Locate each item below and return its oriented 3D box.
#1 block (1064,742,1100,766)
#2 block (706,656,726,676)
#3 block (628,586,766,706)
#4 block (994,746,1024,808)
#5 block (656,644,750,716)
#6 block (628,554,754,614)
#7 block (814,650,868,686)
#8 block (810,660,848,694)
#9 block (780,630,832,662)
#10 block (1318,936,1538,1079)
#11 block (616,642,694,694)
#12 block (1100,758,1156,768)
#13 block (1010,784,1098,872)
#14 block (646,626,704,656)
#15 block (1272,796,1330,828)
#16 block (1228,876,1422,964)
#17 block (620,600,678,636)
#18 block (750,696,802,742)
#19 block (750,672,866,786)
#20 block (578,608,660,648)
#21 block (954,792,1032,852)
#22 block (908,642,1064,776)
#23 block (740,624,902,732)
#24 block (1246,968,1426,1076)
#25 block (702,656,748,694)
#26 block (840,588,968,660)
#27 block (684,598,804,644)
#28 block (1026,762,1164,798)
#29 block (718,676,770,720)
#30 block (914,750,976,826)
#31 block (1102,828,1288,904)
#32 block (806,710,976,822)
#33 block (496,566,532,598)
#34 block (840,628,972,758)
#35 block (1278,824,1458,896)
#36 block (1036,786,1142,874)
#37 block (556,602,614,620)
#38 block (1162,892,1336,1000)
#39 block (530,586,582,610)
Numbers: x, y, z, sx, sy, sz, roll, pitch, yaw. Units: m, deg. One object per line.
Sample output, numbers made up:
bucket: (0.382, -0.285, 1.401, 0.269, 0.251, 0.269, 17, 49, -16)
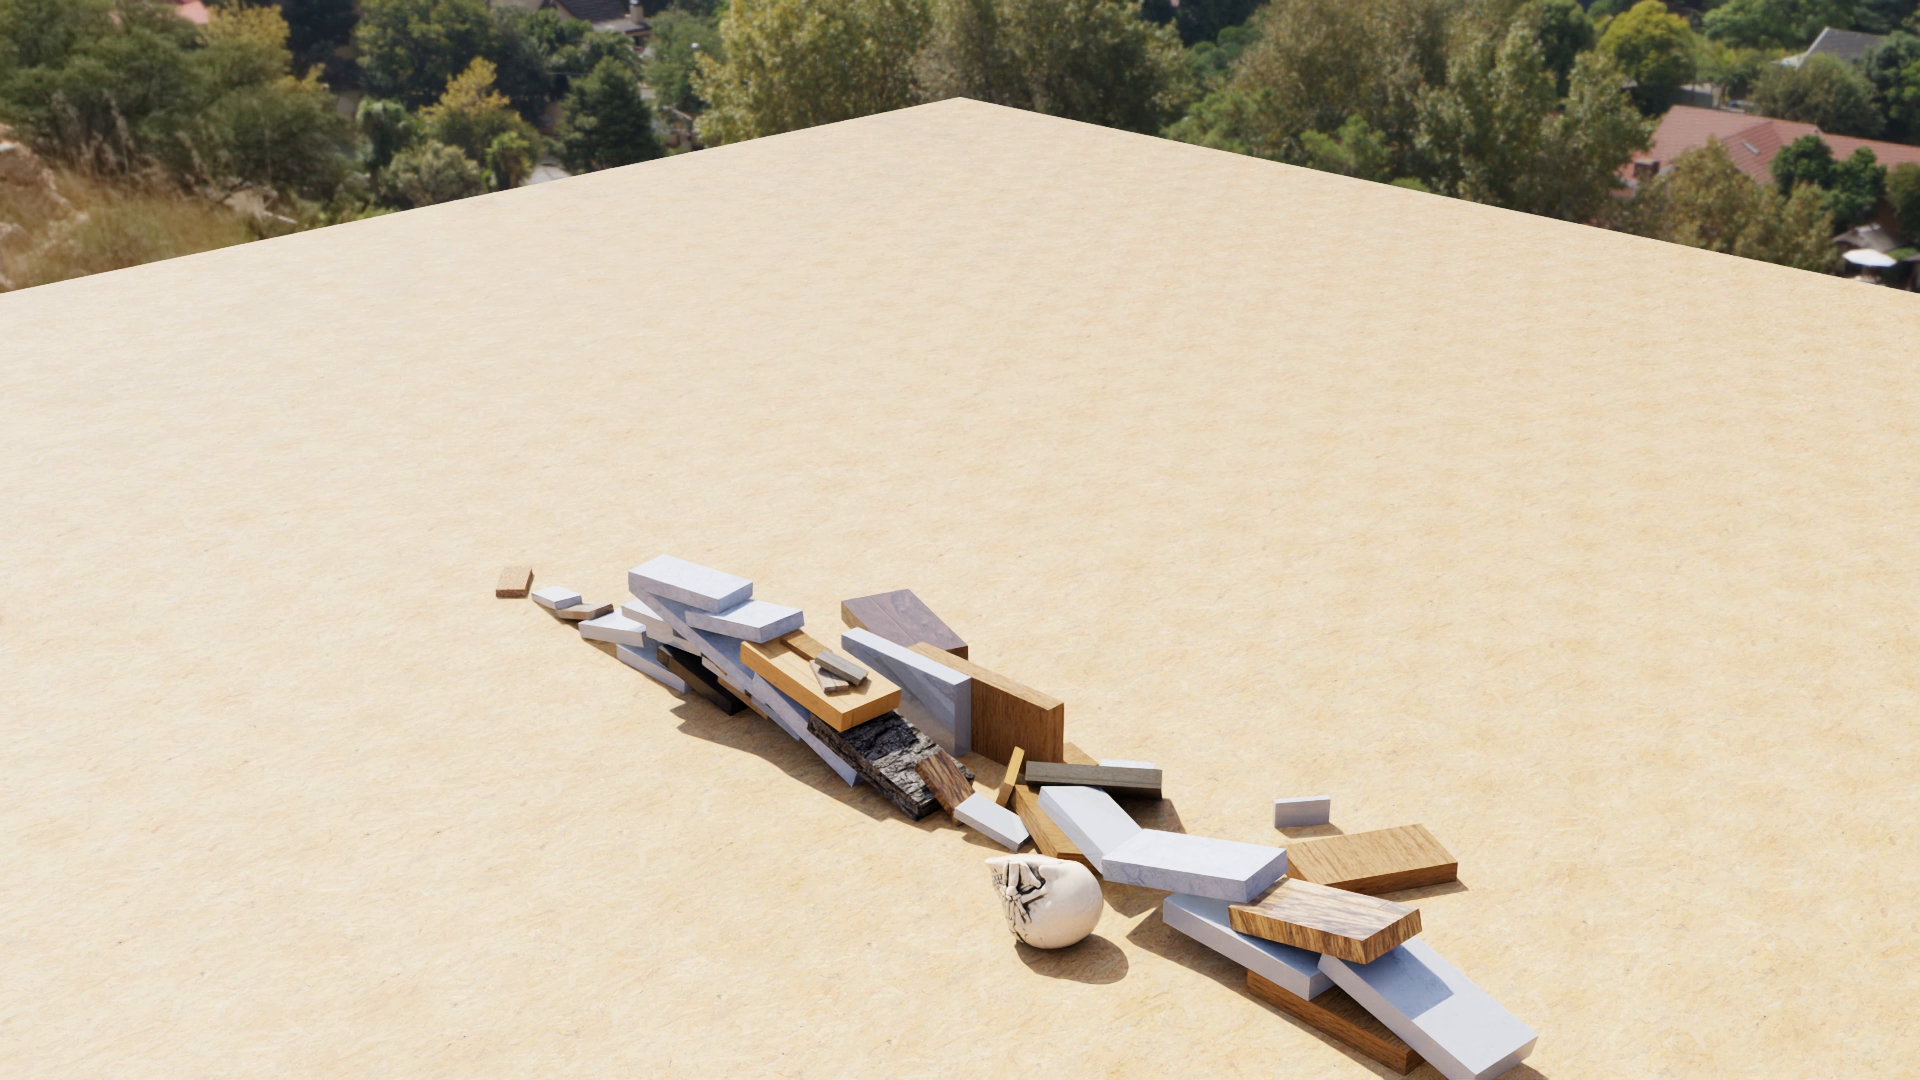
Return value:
block: (0.240, 0.463, 4.649, 0.057, 0.016, 0.113, -12, 26, -27)
block: (-0.537, 0.222, 4.888, 0.097, 0.027, 0.194, -18, 45, -39)
block: (-0.536, 0.202, 4.860, 0.467, 0.035, 0.125, 36, 39, 29)
block: (0.099, 0.493, 4.499, 0.022, 0.076, 0.152, 22, 25, 1)
block: (-0.551, 0.297, 4.944, 0.251, 0.036, 0.126, 33, 38, 31)
block: (-0.596, 0.096, 4.863, 0.250, 0.035, 0.125, 16, 25, 28)
block: (-0.247, 0.266, 4.589, 0.105, 0.015, 0.053, 27, 22, 11)
block: (-0.274, 0.282, 4.583, 0.053, 0.015, 0.105, -5, 31, -20)
block: (-0.327, 0.227, 4.672, 0.105, 0.015, 0.053, 29, 35, 34)
block: (0.788, 0.779, 3.716, 0.169, 0.048, 0.338, -18, 42, -37)
block: (-0.663, 0.277, 5.063, 0.126, 0.036, 0.251, -21, 31, -41)
block: (0.349, 0.483, 4.603, 0.113, 0.016, 0.057, 3, 23, 8)
block: (0.207, 0.568, 4.334, 0.136, 0.039, 0.273, 6, 20, -20)
block: (-0.612, 0.213, 4.982, 0.194, 0.027, 0.097, 16, 28, 42)
block: (0.684, 0.544, 4.406, 0.113, 0.057, 0.016, -3, 23, -8)
block: (0.631, 0.658, 3.817, 0.152, 0.043, 0.304, -19, 15, -38)
block: (-0.678, 0.170, 5.032, 0.097, 0.027, 0.193, -21, 27, -40)
block: (-0.374, 0.373, 4.796, 0.157, 0.022, 0.078, 36, 39, 29)
block: (-0.274, 0.372, 4.665, 0.328, 0.046, 0.164, 41, 42, 25)
block: (-0.771, 0.204, 5.163, 0.126, 0.036, 0.251, -22, 18, -41)
block: (0.071, 0.560, 4.370, 0.152, 0.022, 0.076, 27, 32, 24)
block: (0.049, 0.365, 4.676, 0.415, 0.176, 0.050, 21, 31, 40)
block: (-0.296, 0.284, 4.639, 0.164, 0.046, 0.328, -20, 39, -40)
block: (0.683, 0.800, 3.814, 0.169, 0.048, 0.338, -21, 30, -40)
block: (-0.492, 0.287, 4.863, 0.078, 0.022, 0.157, -19, 35, -38)
block: (-0.134, 0.218, 5.184, 0.176, 0.050, 0.352, -10, 25, -22)
block: (-0.469, 0.169, 4.775, 0.250, 0.035, 0.125, 10, 23, 44)
block: (0.274, 0.487, 4.466, 0.273, 0.039, 0.136, 3, -15, 7)
block: (-0.453, 0.333, 4.863, 0.157, 0.022, 0.078, 34, 38, 26)
block: (-0.019, 0.502, 4.444, 0.076, 0.022, 0.152, -22, 66, -42)
block: (0.429, 0.595, 4.028, 0.304, 0.043, 0.152, 3, 17, 38)
block: (-0.144, 0.439, 4.543, 0.328, 0.046, 0.164, 37, 40, 28)
block: (-1.113, 0.103, 5.492, 0.071, 0.020, 0.142, -1, 23, -3)
block: (-0.119, 0.328, 4.761, 0.352, 0.176, 0.050, 21, 31, 40)
block: (0.784, 0.623, 4.236, 0.304, 0.043, 0.152, -7, 24, -15)
block: (0.273, 0.562, 4.277, 0.136, 0.039, 0.273, 3, 21, -28)
block: (-0.902, 0.169, 5.287, 0.071, 0.020, 0.142, -21, 15, -41)
block: (0.545, 0.699, 3.930, 0.169, 0.048, 0.338, -20, 30, -39)
block: (-0.985, 0.140, 5.371, 0.071, 0.020, 0.142, -15, 16, -32)
